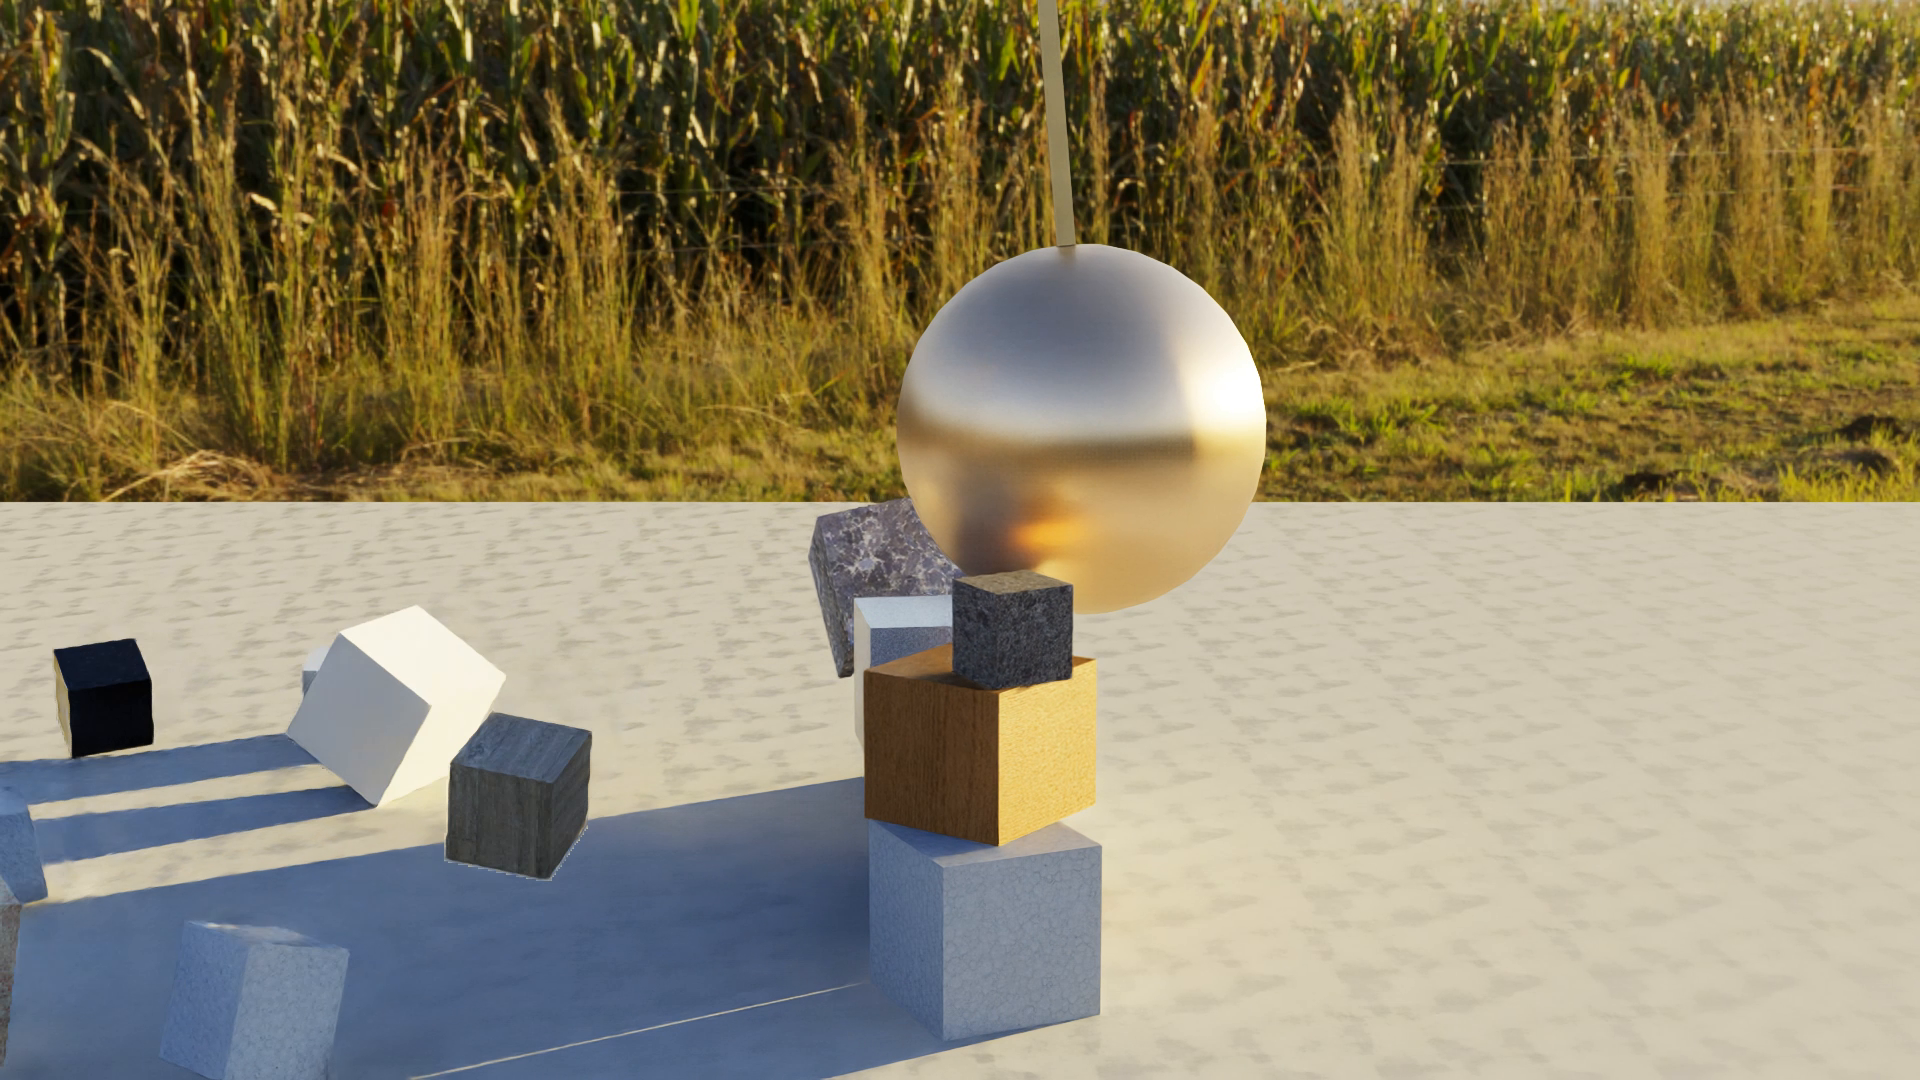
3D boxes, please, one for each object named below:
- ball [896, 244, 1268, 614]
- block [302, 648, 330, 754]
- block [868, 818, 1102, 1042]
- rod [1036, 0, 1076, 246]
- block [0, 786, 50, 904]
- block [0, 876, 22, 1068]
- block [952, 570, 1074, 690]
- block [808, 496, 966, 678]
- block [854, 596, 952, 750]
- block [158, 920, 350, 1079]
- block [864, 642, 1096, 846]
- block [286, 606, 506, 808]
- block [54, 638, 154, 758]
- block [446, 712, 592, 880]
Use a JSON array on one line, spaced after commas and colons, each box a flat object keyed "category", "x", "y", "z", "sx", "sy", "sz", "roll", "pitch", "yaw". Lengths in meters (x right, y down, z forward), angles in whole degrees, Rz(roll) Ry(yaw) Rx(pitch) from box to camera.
[{"category": "ball", "x": 0.522, "y": -0.477, "z": 11.094, "sx": 1.600, "sy": 1.600, "sz": 1.600, "roll": 0, "pitch": 10, "yaw": 0}, {"category": "block", "x": -3.185, "y": 0.844, "z": 13.676, "sx": 0.541, "sy": 0.447, "sz": 0.537, "roll": -1, "pitch": 10, "yaw": -7}, {"category": "block", "x": 0.090, "y": 1.435, "z": 9.813, "sx": 0.653, "sy": 0.665, "sz": 0.693, "roll": -5, "pitch": 11, "yaw": -24}, {"category": "rod", "x": 0.226, "y": -3.810, "z": 10.488, "sx": 0.080, "sy": 5.200, "sz": 0.080, "roll": -5, "pitch": 10, "yaw": 1}, {"category": "block", "x": -4.176, "y": 1.338, "z": 10.937, "sx": 0.429, "sy": 0.395, "sz": 0.439, "roll": -14, "pitch": 15, "yaw": -24}, {"category": "block", "x": -3.649, "y": 1.471, "z": 8.933, "sx": 0.568, "sy": 0.572, "sz": 0.611, "roll": 5, "pitch": 5, "yaw": -30}, {"category": "block", "x": 0.198, "y": 0.335, "z": 9.697, "sx": 0.333, "sy": 0.363, "sz": 0.327, "roll": -6, "pitch": 13, "yaw": -30}, {"category": "block", "x": -0.313, "y": 0.219, "z": 12.767, "sx": 0.703, "sy": 0.654, "sz": 0.751, "roll": -13, "pitch": -14, "yaw": -10}, {"category": "block", "x": -0.093, "y": 0.590, "z": 10.888, "sx": 0.646, "sy": 0.593, "sz": 0.686, "roll": -1, "pitch": 9, "yaw": -8}, {"category": "block", "x": -2.435, "y": 1.599, "z": 8.852, "sx": 0.387, "sy": 0.473, "sz": 0.458, "roll": 14, "pitch": -6, "yaw": -44}, {"category": "block", "x": 0.082, "y": 0.769, "z": 9.955, "sx": 0.632, "sy": 0.586, "sz": 0.668, "roll": 8, "pitch": 13, "yaw": 35}, {"category": "block", "x": -2.782, "y": 0.813, "z": 12.687, "sx": 0.604, "sy": 0.634, "sz": 0.672, "roll": 37, "pitch": 21, "yaw": 12}, {"category": "block", "x": -4.489, "y": 0.825, "z": 13.453, "sx": 0.412, "sy": 0.418, "sz": 0.405, "roll": -9, "pitch": 34, "yaw": -26}, {"category": "block", "x": -1.761, "y": 1.017, "z": 10.262, "sx": 0.424, "sy": 0.434, "sz": 0.465, "roll": 10, "pitch": 23, "yaw": 8}]
